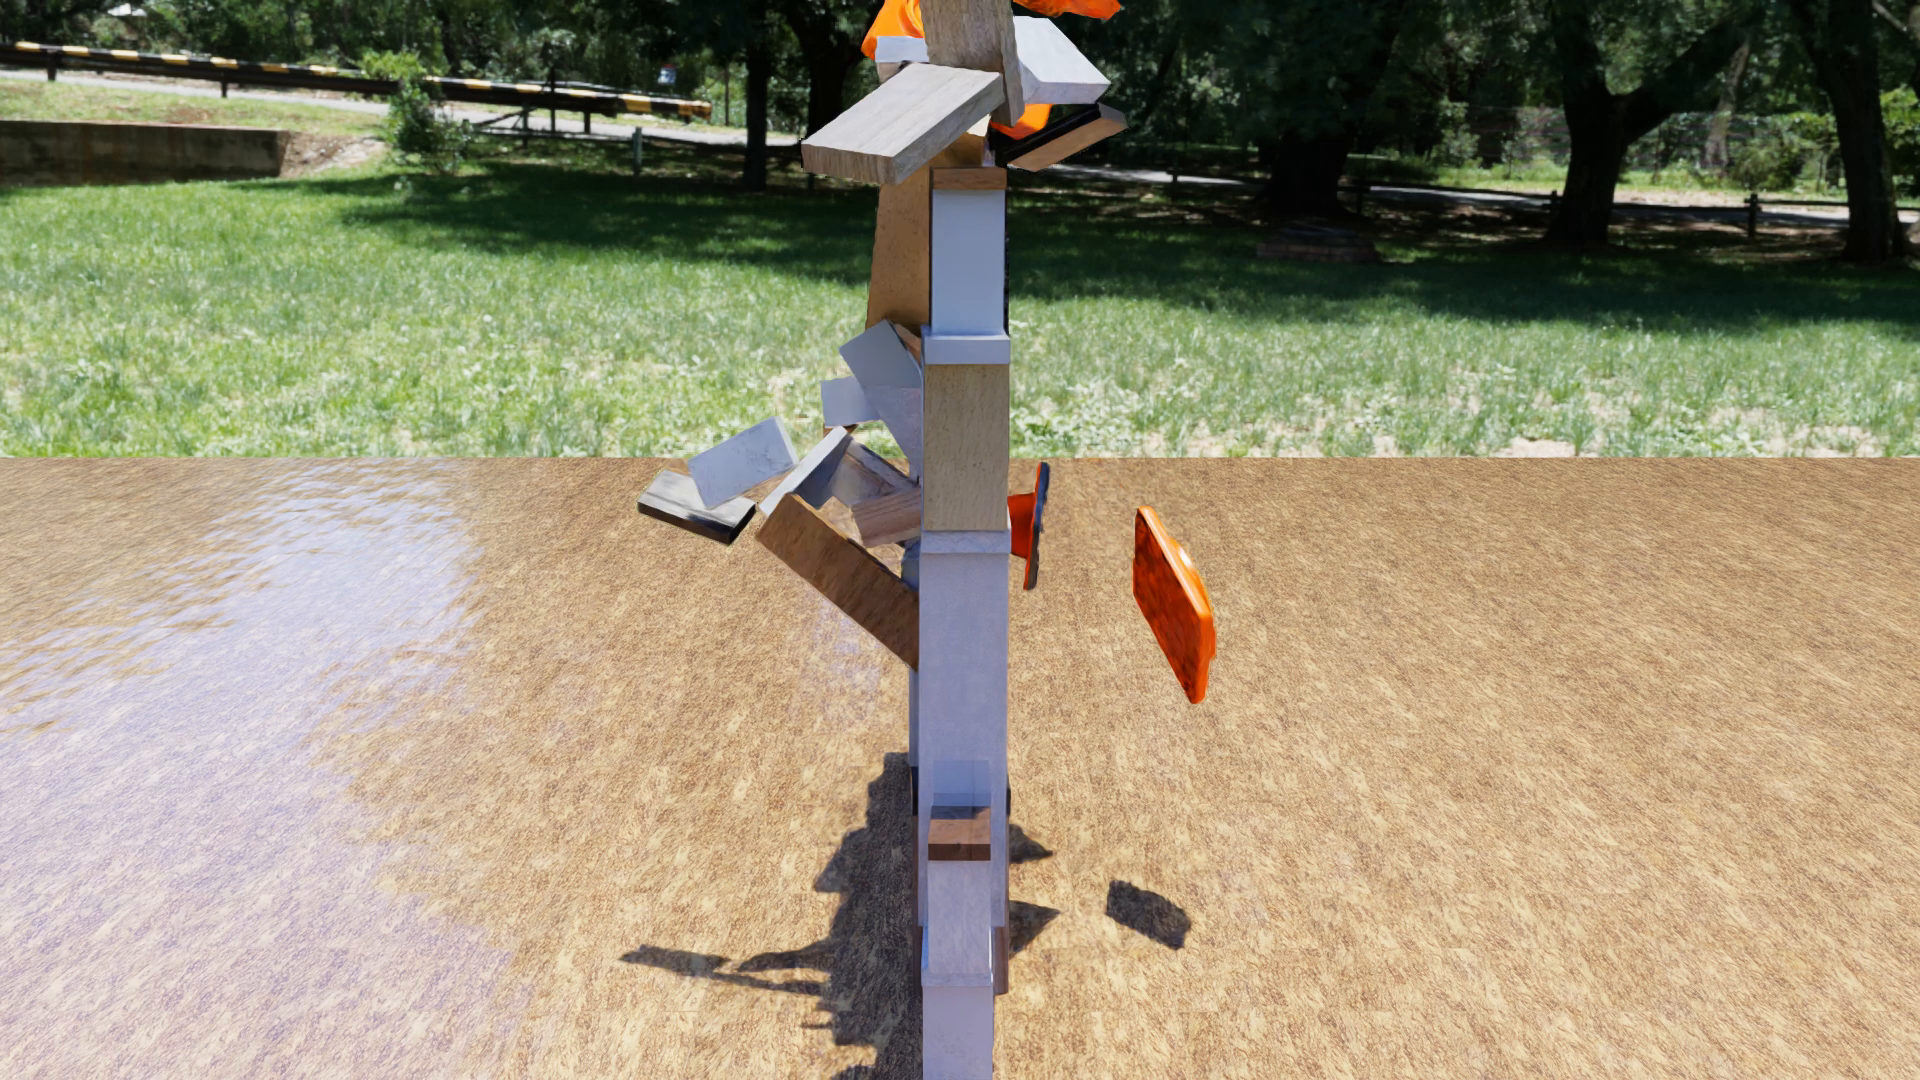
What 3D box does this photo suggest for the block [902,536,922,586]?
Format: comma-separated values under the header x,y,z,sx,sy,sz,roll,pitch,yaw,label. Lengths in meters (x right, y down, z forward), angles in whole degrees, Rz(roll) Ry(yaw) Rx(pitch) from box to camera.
x,y,z,sx,sy,sz,roll,pitch,yaw,label
-0.005,0.021,3.285,0.142,0.040,0.283,1,11,3,block

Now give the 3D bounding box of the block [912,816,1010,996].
x,y,z,sx,sy,sz,roll,pitch,yaw,label
0.000,0.527,3.235,0.141,0.283,0.040,0,11,-2,block

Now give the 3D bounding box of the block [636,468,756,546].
x,y,z,sx,sy,sz,roll,pitch,yaw,label
-0.393,-0.049,3.278,0.157,0.022,0.079,20,48,17,block

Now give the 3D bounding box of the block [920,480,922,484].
x,y,z,sx,sy,sz,roll,pitch,yaw,label
-0.017,-0.055,3.305,0.083,0.023,0.166,0,40,-2,block

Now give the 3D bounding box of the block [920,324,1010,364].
x,y,z,sx,sy,sz,roll,pitch,yaw,label
0.005,-0.254,2.847,0.107,0.030,0.214,0,10,-2,block

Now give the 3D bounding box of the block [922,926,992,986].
x,y,z,sx,sy,sz,roll,pitch,yaw,label
-0.004,0.540,2.887,0.090,0.025,0.179,0,11,0,block

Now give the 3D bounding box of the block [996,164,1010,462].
x,y,z,sx,sy,sz,roll,pitch,yaw,label
-0.001,-0.400,3.935,0.174,0.533,0.049,-1,18,0,block

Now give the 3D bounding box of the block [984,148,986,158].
x,y,z,sx,sy,sz,roll,pitch,yaw,label
-0.023,-0.619,3.280,0.127,0.036,0.255,1,-4,0,block

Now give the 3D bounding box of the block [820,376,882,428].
x,y,z,sx,sy,sz,roll,pitch,yaw,label
-0.130,-0.203,3.149,0.134,0.067,0.019,-8,-3,12,block

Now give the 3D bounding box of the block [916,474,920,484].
x,y,z,sx,sy,sz,roll,pitch,yaw,label
0.000,-0.126,3.709,0.148,0.295,0.042,0,8,0,block

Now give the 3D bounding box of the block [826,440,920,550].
x,y,z,sx,sy,sz,roll,pitch,yaw,label
-0.114,-0.066,3.211,0.170,0.085,0.024,36,14,31,block

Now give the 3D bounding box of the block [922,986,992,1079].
x,y,z,sx,sy,sz,roll,pitch,yaw,label
-0.003,0.652,2.847,0.090,0.179,0.025,0,10,0,block

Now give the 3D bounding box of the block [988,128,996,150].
x,y,z,sx,sy,sz,roll,pitch,yaw,label
-0.003,-0.713,3.756,0.088,0.025,0.175,14,21,-20,block

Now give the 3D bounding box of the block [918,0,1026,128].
x,y,z,sx,sy,sz,roll,pitch,yaw,label
0.013,-0.690,3.014,0.127,0.255,0.036,22,58,24,block

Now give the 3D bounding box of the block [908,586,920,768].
x,y,z,sx,sy,sz,roll,pitch,yaw,label
-0.005,0.195,3.244,0.142,0.283,0.040,0,16,-2,block

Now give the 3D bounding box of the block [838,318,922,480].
x,y,z,sx,sy,sz,roll,pitch,yaw,label
-0.066,-0.177,2.999,0.079,0.248,0.022,-31,8,12,block

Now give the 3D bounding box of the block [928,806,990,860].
x,y,z,sx,sy,sz,roll,pitch,yaw,label
0.000,0.374,2.806,0.077,0.022,0.155,0,11,1,block

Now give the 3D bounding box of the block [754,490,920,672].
x,y,z,sx,sy,sz,roll,pitch,yaw,label
-0.144,0.065,3.153,0.331,0.085,0.024,39,15,11,block

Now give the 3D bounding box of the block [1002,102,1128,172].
x,y,z,sx,sy,sz,roll,pitch,yaw,label
0.163,-0.624,3.416,0.176,0.025,0.088,-21,-13,30,block

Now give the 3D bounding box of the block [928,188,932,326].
x,y,z,sx,sy,sz,roll,pitch,yaw,label
0.005,-0.376,2.922,0.091,0.183,0.026,0,12,-2,block

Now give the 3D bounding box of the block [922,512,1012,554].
x,y,z,sx,sy,sz,roll,pitch,yaw,label
0.007,-0.021,2.938,0.116,0.033,0.232,0,11,0,block

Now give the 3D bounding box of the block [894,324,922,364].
x,y,z,sx,sy,sz,roll,pitch,yaw,label
-0.075,-0.288,3.298,0.058,0.016,0.116,2,-22,45,block

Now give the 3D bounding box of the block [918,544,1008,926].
x,y,z,sx,sy,sz,roll,pitch,yaw,label
0.004,0.262,2.912,0.116,0.513,0.033,0,10,0,block

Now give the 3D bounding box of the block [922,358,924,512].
x,y,z,sx,sy,sz,roll,pitch,yaw,label
0.002,-0.147,2.939,0.107,0.214,0.030,0,11,-1,block

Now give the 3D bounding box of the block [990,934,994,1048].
x,y,z,sx,sy,sz,roll,pitch,yaw,label
0.004,0.617,3.048,0.087,0.174,0.025,0,11,0,block

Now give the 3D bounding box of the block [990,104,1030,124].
x,y,z,sx,sy,sz,roll,pitch,yaw,label
0.040,-0.802,3.769,0.088,0.175,0.025,-28,-15,-13,block

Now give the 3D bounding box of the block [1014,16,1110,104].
x,y,z,sx,sy,sz,roll,pitch,yaw,label
0.112,-0.703,3.216,0.142,0.040,0.283,47,25,9,block

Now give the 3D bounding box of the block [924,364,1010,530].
x,y,z,sx,sy,sz,roll,pitch,yaw,label
0.007,-0.121,2.800,0.107,0.214,0.030,0,11,-2,block

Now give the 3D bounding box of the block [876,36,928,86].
x,y,z,sx,sy,sz,roll,pitch,yaw,label
-0.047,-0.701,3.349,0.142,0.040,0.283,4,-5,2,block

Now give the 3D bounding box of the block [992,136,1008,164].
x,y,z,sx,sy,sz,roll,pitch,yaw,label
-0.007,-0.701,3.957,0.174,0.049,0.348,-1,10,-1,block

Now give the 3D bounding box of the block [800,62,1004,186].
x,y,z,sx,sy,sz,roll,pitch,yaw,label
-0.067,-0.511,2.688,0.130,0.037,0.260,14,39,28,block

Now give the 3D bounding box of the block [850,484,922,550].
x,y,z,sx,sy,sz,roll,pitch,yaw,label
-0.081,-0.036,3.090,0.134,0.067,0.019,-14,13,21,block

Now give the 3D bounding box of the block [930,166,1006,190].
x,y,z,sx,sy,sz,roll,pitch,yaw,label
0.009,-0.468,2.842,0.091,0.026,0.183,0,10,-2,block

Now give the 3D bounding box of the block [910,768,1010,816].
x,y,z,sx,sy,sz,roll,pitch,yaw,label
-0.003,0.351,3.298,0.141,0.040,0.283,0,11,-2,block

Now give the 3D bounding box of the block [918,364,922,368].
x,y,z,sx,sy,sz,roll,pitch,yaw,label
-0.039,-0.209,3.341,0.058,0.121,0.016,5,35,41,block

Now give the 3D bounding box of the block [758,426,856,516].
x,y,z,sx,sy,sz,roll,pitch,yaw,label
-0.217,-0.087,3.271,0.024,0.170,0.085,42,-4,30,block

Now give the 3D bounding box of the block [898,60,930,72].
x,y,z,sx,sy,sz,roll,pitch,yaw,label
-0.027,-0.656,3.304,0.142,0.040,0.283,2,-4,-5,block

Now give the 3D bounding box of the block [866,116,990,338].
x,y,z,sx,sy,sz,roll,pitch,yaw,label
-0.052,-0.436,3.108,0.130,0.037,0.509,14,-29,1,block

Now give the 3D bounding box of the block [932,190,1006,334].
x,y,z,sx,sy,sz,roll,pitch,yaw,label
0.010,-0.354,2.803,0.091,0.183,0.026,0,12,-2,block

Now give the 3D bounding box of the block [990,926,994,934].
x,y,z,sx,sy,sz,roll,pitch,yaw,label
0.004,0.509,3.087,0.087,0.025,0.174,0,11,0,block

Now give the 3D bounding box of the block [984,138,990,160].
x,y,z,sx,sy,sz,roll,pitch,yaw,label
0.022,-0.642,3.605,0.048,0.014,0.096,2,25,-4,block

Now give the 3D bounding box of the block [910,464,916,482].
x,y,z,sx,sy,sz,roll,pitch,yaw,label
-0.005,-0.119,4.137,0.180,0.359,0.051,0,10,1,block

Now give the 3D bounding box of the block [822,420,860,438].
x,y,z,sx,sy,sz,roll,pitch,yaw,label
-0.168,-0.189,3.311,0.016,0.058,0.116,22,50,21,block

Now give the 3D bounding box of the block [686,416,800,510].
x,y,z,sx,sy,sz,roll,pitch,yaw,label
-0.316,-0.112,3.200,0.157,0.079,0.022,-26,-8,20,block

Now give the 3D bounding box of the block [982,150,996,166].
x,y,z,sx,sy,sz,roll,pitch,yaw,label
-0.024,-0.593,3.566,0.151,0.043,0.302,2,17,3,block

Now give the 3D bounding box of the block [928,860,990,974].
x,y,z,sx,sy,sz,roll,pitch,yaw,label
-0.001,0.470,2.773,0.077,0.155,0.022,0,12,0,block
